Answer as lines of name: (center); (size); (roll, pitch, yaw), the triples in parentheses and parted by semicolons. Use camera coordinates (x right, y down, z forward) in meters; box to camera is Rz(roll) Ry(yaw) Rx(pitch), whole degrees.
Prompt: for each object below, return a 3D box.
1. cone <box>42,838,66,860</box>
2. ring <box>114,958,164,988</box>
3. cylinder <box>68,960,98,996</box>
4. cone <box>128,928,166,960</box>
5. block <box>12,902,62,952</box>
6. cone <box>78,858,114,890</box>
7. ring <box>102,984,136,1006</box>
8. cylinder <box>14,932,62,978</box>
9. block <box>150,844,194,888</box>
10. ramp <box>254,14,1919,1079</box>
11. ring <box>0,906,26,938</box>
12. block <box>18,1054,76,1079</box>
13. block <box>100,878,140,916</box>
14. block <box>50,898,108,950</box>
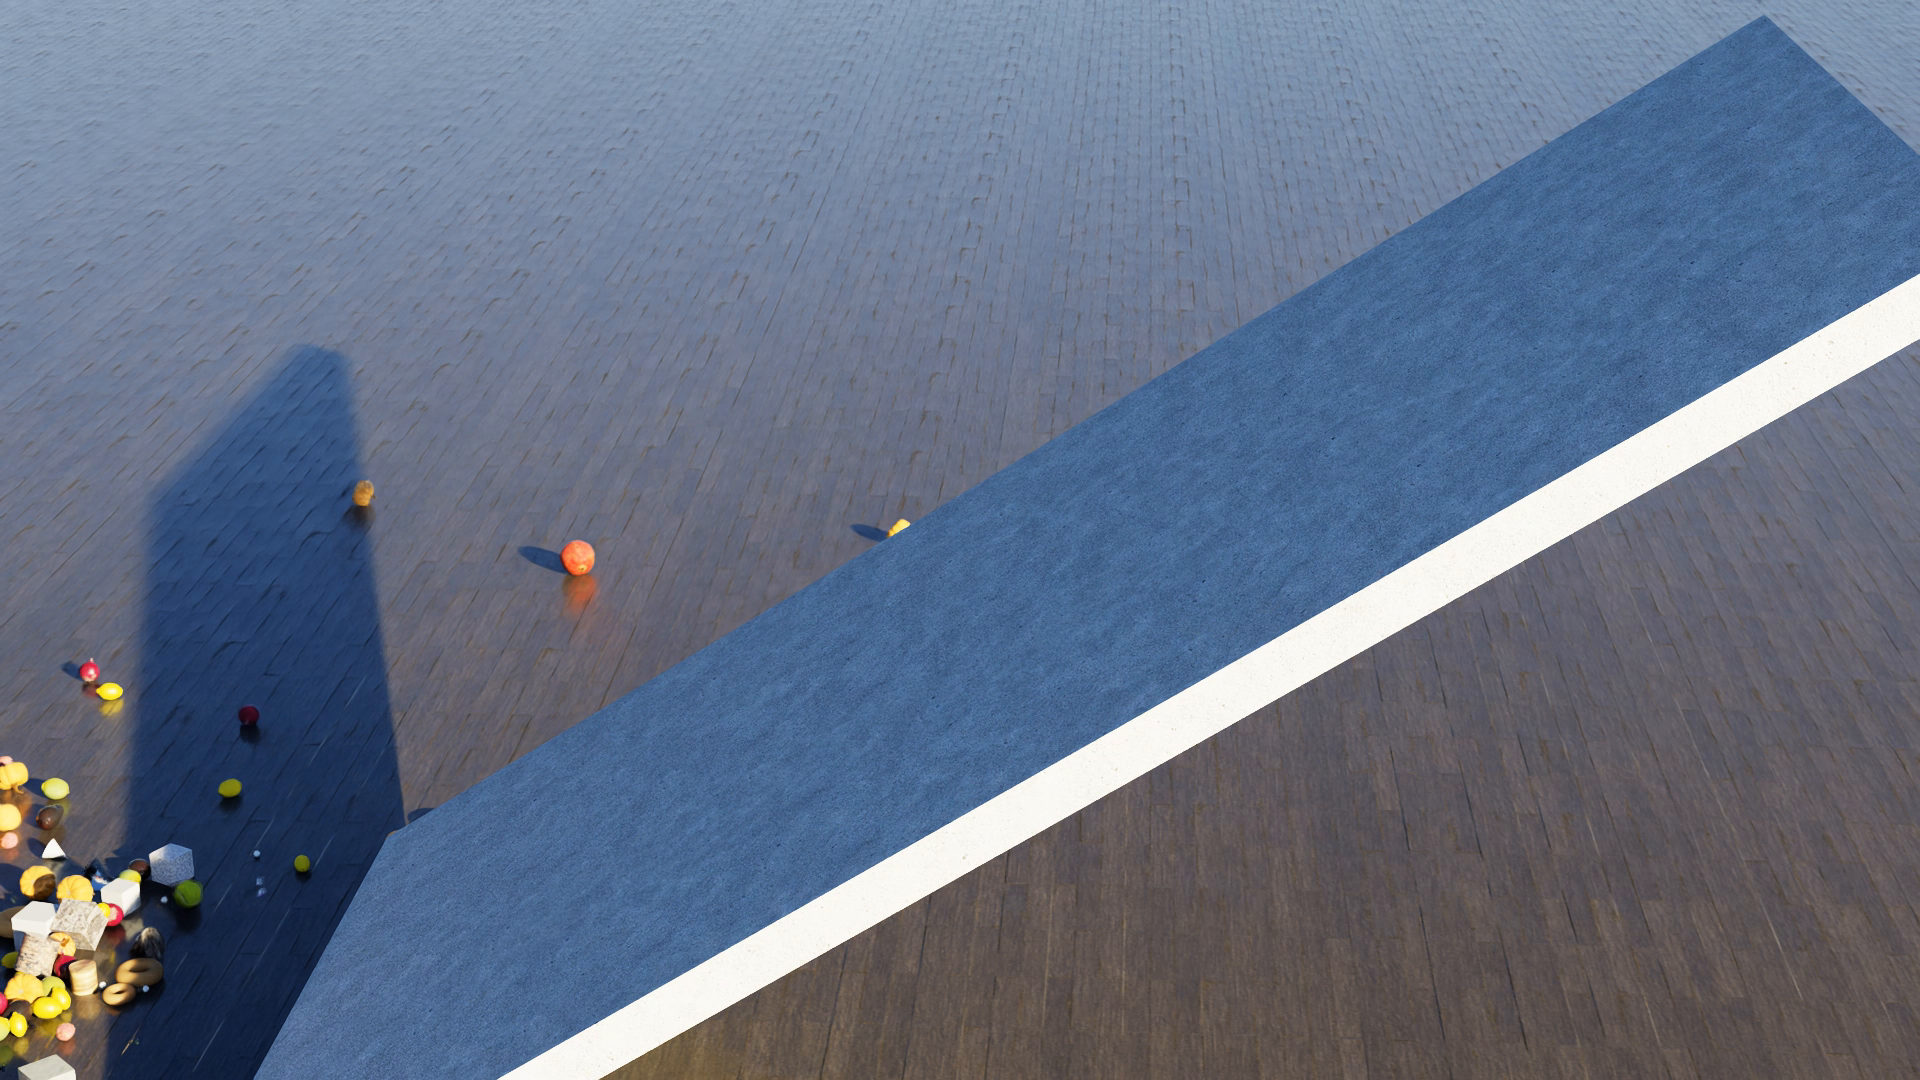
cone: (-2.381, 0.827, 7.762); (0.057, 0.057, 0.057); (38, 26, 2)
ring: (-1.991, 1.051, 7.135); (0.117, 0.039, 0.117); (1, 19, 0)
cylinder: (-2.113, 1.054, 7.091); (0.063, 0.063, 0.063); (0, 20, 0)
cone: (-2.021, 1.007, 7.255); (0.083, 0.083, 0.083); (-22, 13, 21)
block: (-2.277, 0.964, 7.289); (0.095, 0.095, 0.095); (5, 21, 14)
cone: (-2.207, 0.882, 7.586); (0.096, 0.096, 0.096); (26, 20, -5)
ring: (-2.016, 1.089, 7.051); (0.080, 0.027, 0.080); (0, 21, 0)
cylinder: (-2.238, 1.006, 7.136); (0.090, 0.090, 0.090); (17, -5, 2)
block: (-2.048, 0.844, 7.642); (0.076, 0.076, 0.076); (12, 23, 29)
ramp: (0.140, 0.170, 6.295); (4.000, 0.100, 2.000); (-31, 15, 14)
ring: (-2.363, 0.959, 7.382); (0.125, 0.042, 0.125); (-1, 20, 0)
block: (-2.042, 1.225, 6.587); (0.091, 0.091, 0.091); (-17, 26, -39)
block: (-2.134, 0.909, 7.480); (0.066, 0.066, 0.066); (9, 22, 22)
block: (-2.181, 0.952, 7.283); (0.088, 0.088, 0.088); (5, 54, 14)
